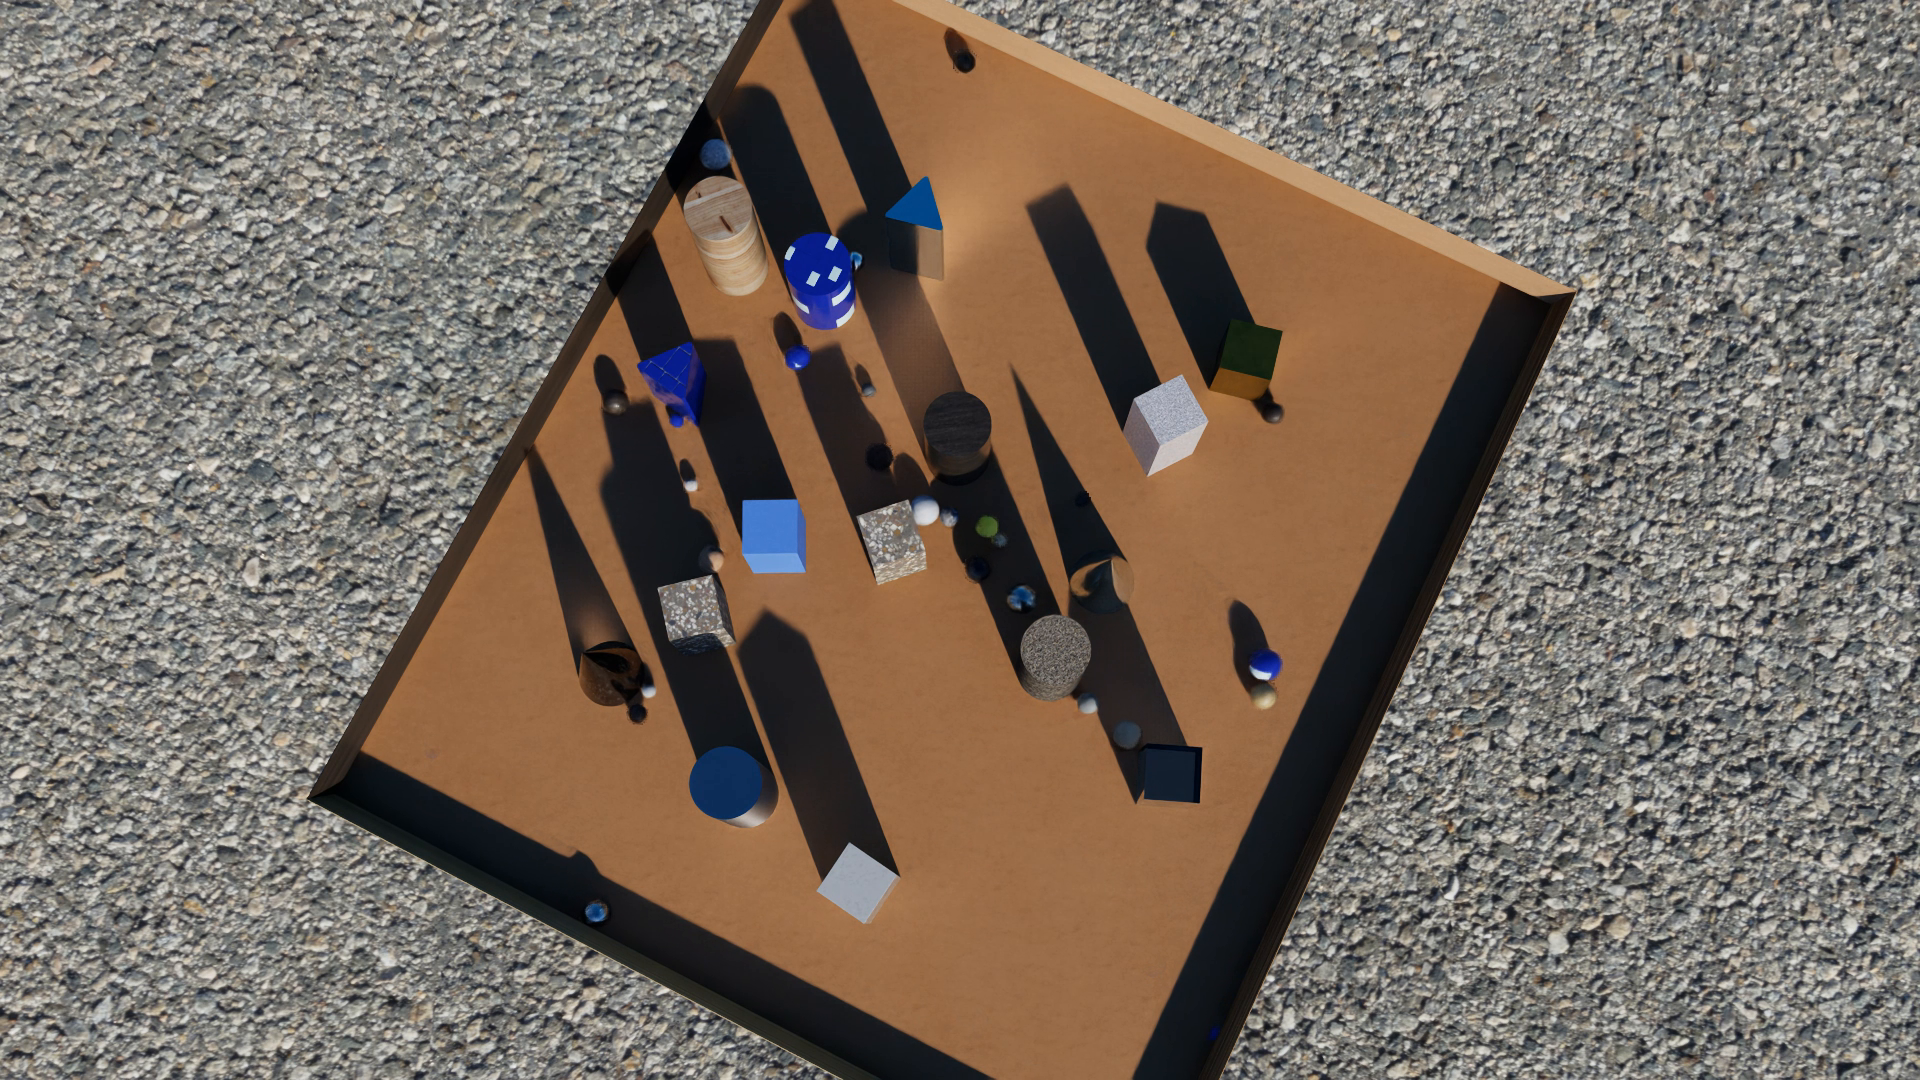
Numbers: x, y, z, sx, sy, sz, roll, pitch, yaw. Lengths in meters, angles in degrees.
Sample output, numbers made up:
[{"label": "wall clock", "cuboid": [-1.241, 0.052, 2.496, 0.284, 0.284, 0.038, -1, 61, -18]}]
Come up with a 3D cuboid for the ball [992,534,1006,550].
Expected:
[{"label": "ball", "cuboid": [0.119, 0.006, 5.591, 0.047, 0.047, 0.047, 0, 78, 0]}]

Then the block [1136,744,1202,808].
[{"label": "block", "cuboid": [0.607, 0.690, 5.344, 0.159, 0.255, 0.159, 4, 78, 1]}]

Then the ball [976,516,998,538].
[{"label": "ball", "cuboid": [0.081, -0.040, 5.590, 0.069, 0.069, 0.069, 0, 78, 0]}]

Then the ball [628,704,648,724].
[{"label": "ball", "cuboid": [-0.964, 0.519, 5.480, 0.057, 0.057, 0.057, 0, 78, 0]}]

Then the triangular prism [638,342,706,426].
[{"label": "triangular prism", "cuboid": [-0.839, -0.493, 5.560, 0.172, 0.312, 0.149, 35, 80, 7]}]

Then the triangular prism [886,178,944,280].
[{"label": "triangular prism", "cuboid": [-0.117, -0.957, 5.593, 0.172, 0.433, 0.149, 14, 79, 3]}]

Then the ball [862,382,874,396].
[{"label": "ball", "cuboid": [-0.285, -0.467, 5.692, 0.042, 0.042, 0.042, 0, 78, 0]}]

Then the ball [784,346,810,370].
[{"label": "ball", "cuboid": [-0.507, -0.566, 5.694, 0.079, 0.079, 0.079, 0, 78, 0]}]

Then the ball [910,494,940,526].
[{"label": "ball", "cuboid": [-0.109, -0.091, 5.588, 0.093, 0.093, 0.093, 0, 78, 0]}]

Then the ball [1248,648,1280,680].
[{"label": "ball", "cuboid": [0.913, 0.373, 5.490, 0.096, 0.096, 0.096, 0, 78, 0]}]

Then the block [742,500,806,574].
[{"label": "block", "cuboid": [-0.552, -0.009, 5.466, 0.159, 0.299, 0.159, -1, 78, 0]}]

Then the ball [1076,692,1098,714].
[{"label": "ball", "cuboid": [0.381, 0.489, 5.482, 0.065, 0.065, 0.065, 0, 78, 0]}]

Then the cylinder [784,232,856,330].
[{"label": "cylinder", "cuboid": [-0.425, -0.789, 5.616, 0.199, 0.322, 0.199, 0, 78, 0]}]

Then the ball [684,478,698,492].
[{"label": "ball", "cuboid": [-0.825, -0.170, 5.630, 0.042, 0.042, 0.042, 0, 78, 0]}]

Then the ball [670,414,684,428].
[{"label": "ball", "cuboid": [-0.876, -0.369, 5.671, 0.042, 0.042, 0.042, 0, 78, 0]}]

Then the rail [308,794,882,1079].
[{"label": "rail", "cuboid": [-0.681, 1.340, 5.272, 2.708, 0.129, 0.045, 26, 80, 5]}]

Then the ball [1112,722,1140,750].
[{"label": "ball", "cuboid": [0.496, 0.582, 5.454, 0.082, 0.082, 0.082, 0, 78, 0]}]

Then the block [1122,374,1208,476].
[{"label": "block", "cuboid": [0.611, -0.338, 5.493, 0.159, 0.380, 0.159, -27, 80, -5]}]

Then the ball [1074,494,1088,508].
[{"label": "ball", "cuboid": [0.373, -0.120, 5.619, 0.043, 0.043, 0.043, 0, 78, 0]}]

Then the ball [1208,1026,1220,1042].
[{"label": "ball", "cuboid": [0.741, 1.430, 5.298, 0.044, 0.044, 0.044, 0, 78, 0]}]

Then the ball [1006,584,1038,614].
[{"label": "ball", "cuboid": [0.187, 0.178, 5.532, 0.093, 0.093, 0.093, 0, 78, 0]}]

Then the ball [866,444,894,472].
[{"label": "ball", "cuboid": [-0.246, -0.252, 5.627, 0.082, 0.082, 0.082, 0, 78, 0]}]

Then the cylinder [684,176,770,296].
[{"label": "cylinder", "cuboid": [-0.703, -0.914, 5.558, 0.199, 0.485, 0.199, 0, 78, 0]}]

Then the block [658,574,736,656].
[{"label": "block", "cuboid": [-0.773, 0.226, 5.409, 0.159, 0.315, 0.159, -14, 79, -3]}]

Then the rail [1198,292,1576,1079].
[{"label": "rail", "cuboid": [1.190, 0.589, 5.428, 0.045, 0.129, 3.092, 26, 80, 5]}]

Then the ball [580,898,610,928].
[{"label": "ball", "cuboid": [-1.063, 1.090, 5.347, 0.087, 0.087, 0.087, 0, 78, 0]}]

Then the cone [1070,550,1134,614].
[{"label": "cone", "cuboid": [0.433, 0.091, 5.415, 0.199, 0.358, 0.199, 0, 78, 0]}]

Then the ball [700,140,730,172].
[{"label": "ball", "cuboid": [-0.777, -1.222, 5.819, 0.099, 0.099, 0.099, 0, 78, 0]}]

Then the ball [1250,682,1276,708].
[{"label": "ball", "cuboid": [0.907, 0.466, 5.480, 0.079, 0.079, 0.079, 0, 78, 0]}]

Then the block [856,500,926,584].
[{"label": "block", "cuboid": [-0.201, 0.010, 5.466, 0.159, 0.291, 0.159, -18, 79, -4]}]

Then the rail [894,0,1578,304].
[{"label": "rail", "cuboid": [0.681, -1.326, 5.824, 2.708, 0.129, 0.045, 26, 80, 5]}]

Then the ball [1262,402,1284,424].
[{"label": "ball", "cuboid": [0.965, -0.392, 5.664, 0.067, 0.067, 0.067, 0, 78, 0]}]

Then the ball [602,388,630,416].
[{"label": "ball", "cuboid": [-1.062, -0.427, 5.663, 0.081, 0.081, 0.081, 0, 78, 0]}]

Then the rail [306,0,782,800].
[{"label": "rail", "cuboid": [-1.190, -0.576, 5.669, 0.045, 0.129, 3.092, 26, 80, 5]}]

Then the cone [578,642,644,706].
[{"label": "cone", "cuboid": [-1.052, 0.359, 5.316, 0.199, 0.442, 0.199, 0, 78, 0]}]

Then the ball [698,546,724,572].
[{"label": "ball", "cuboid": [-0.755, 0.057, 5.565, 0.079, 0.079, 0.079, 0, 78, 0]}]

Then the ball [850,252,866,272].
[{"label": "ball", "cuboid": [-0.330, -0.876, 5.765, 0.064, 0.064, 0.064, 0, 78, 0]}]

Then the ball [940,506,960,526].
[{"label": "ball", "cuboid": [-0.032, -0.072, 5.600, 0.062, 0.062, 0.062, 0, 78, 0]}]

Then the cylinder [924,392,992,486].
[{"label": "cylinder", "cuboid": [-0.007, -0.300, 5.496, 0.199, 0.359, 0.199, 0, 78, 0]}]

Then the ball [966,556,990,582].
[{"label": "ball", "cuboid": [0.055, 0.089, 5.560, 0.076, 0.076, 0.076, 0, 78, 0]}]

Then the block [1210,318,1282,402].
[{"label": "block", "cuboid": [0.872, -0.547, 5.607, 0.159, 0.240, 0.159, 14, 79, 3]}]

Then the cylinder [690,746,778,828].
[{"label": "cylinder", "cuboid": [-0.639, 0.710, 5.227, 0.199, 0.475, 0.199, 0, 78, 0]}]

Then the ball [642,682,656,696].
[{"label": "ball", "cuboid": [-0.933, 0.449, 5.501, 0.044, 0.044, 0.044, 0, 78, 0]}]

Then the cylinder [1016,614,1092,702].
[{"label": "cylinder", "cuboid": [0.269, 0.348, 5.342, 0.199, 0.396, 0.199, 0, 78, 0]}]

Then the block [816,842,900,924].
[{"label": "block", "cuboid": [-0.285, 0.981, 5.227, 0.159, 0.366, 0.159, 33, 80, 6]}]

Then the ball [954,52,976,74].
[{"label": "ball", "cuboid": [0.017, -1.538, 5.900, 0.068, 0.068, 0.068, 0, 78, 0]}]
